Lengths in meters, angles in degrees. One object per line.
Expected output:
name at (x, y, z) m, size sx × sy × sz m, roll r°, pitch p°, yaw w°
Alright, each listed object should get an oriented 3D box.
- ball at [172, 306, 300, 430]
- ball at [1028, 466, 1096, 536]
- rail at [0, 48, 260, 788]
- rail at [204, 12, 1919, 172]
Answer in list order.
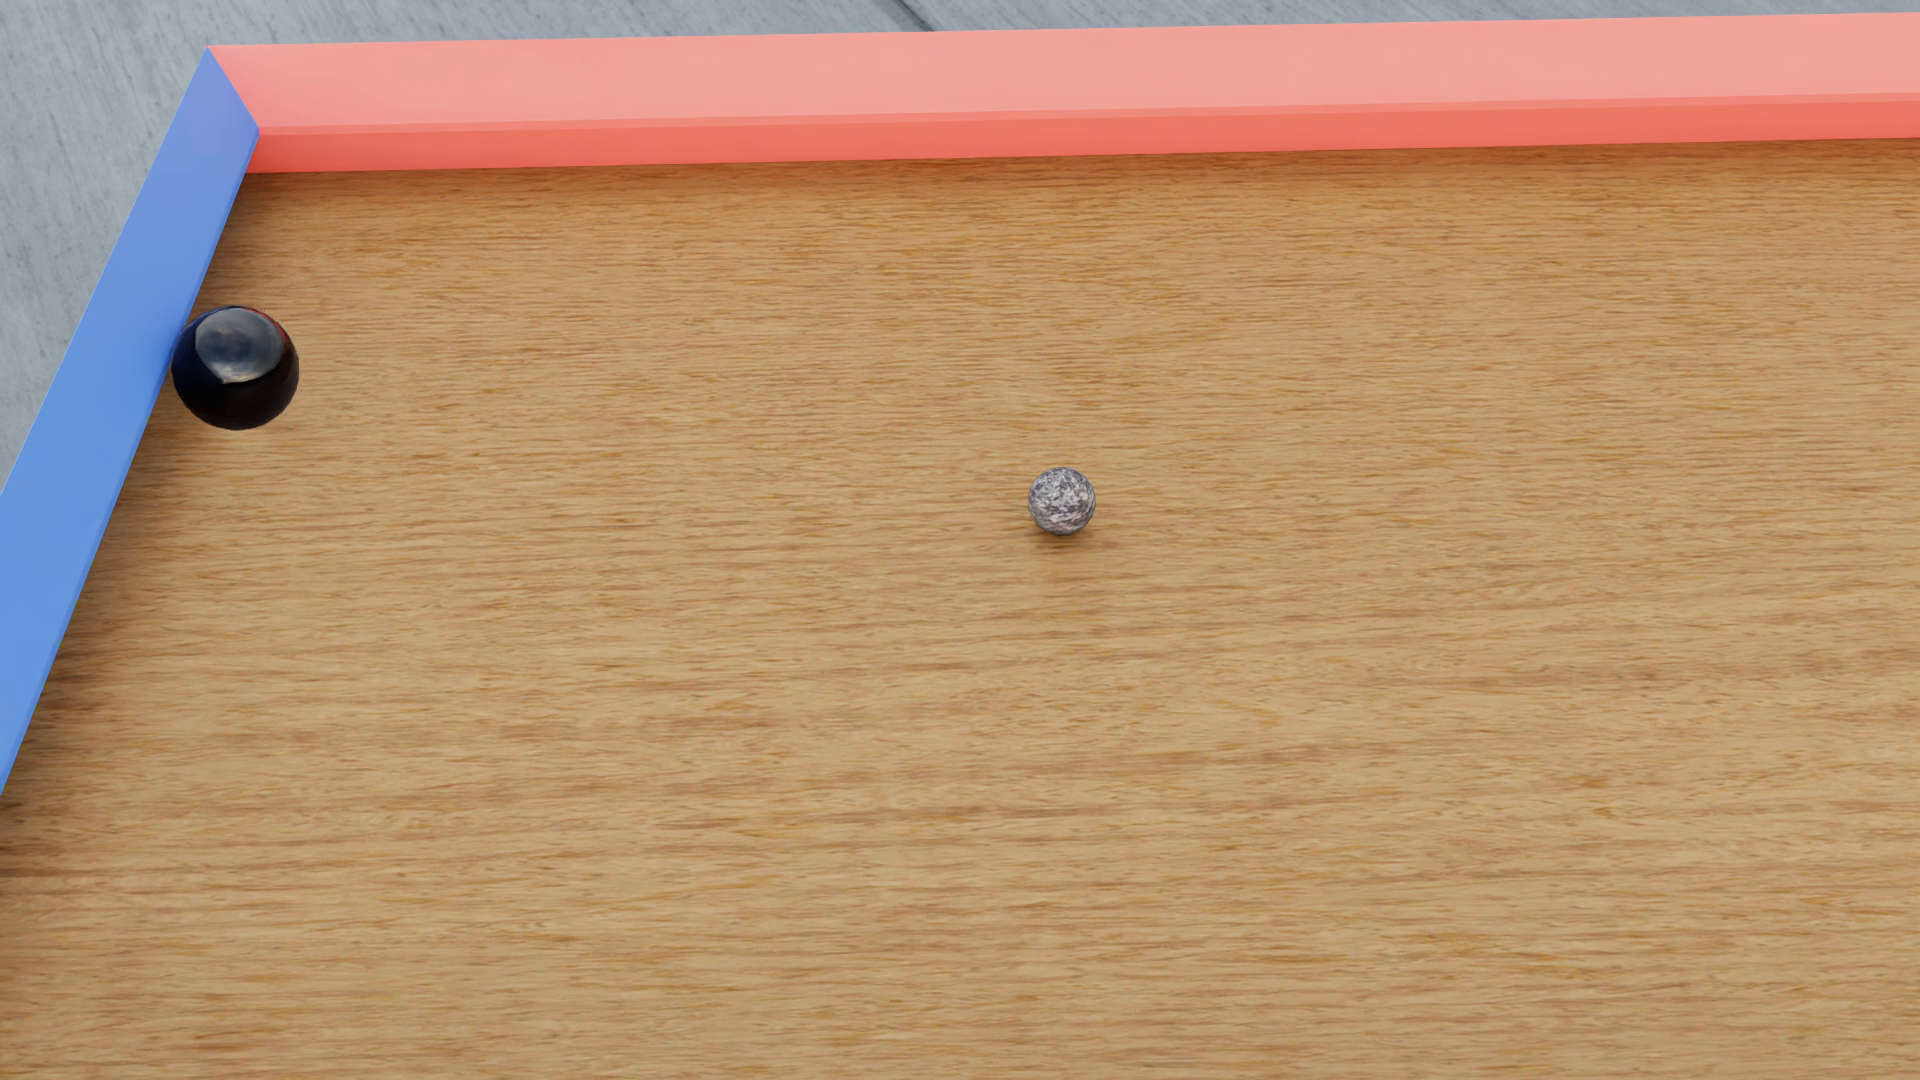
ball at (-0.557, -0.132, 1.975) m, size 0.095 × 0.095 × 0.095 m, roll 0°, pitch 35°, yaw 0°
ball at (0.074, -0.028, 1.868) m, size 0.050 × 0.050 × 0.050 m, roll 0°, pitch 35°, yaw 0°
rail at (-0.615, -0.005, 1.769) m, size 0.045 × 0.124 × 1.330 m, roll -2°, pitch 35°, yaw -2°
rail at (0.608, -0.409, 2.340) m, size 2.556 × 0.124 × 0.045 m, roll -2°, pitch 35°, yaw -2°
